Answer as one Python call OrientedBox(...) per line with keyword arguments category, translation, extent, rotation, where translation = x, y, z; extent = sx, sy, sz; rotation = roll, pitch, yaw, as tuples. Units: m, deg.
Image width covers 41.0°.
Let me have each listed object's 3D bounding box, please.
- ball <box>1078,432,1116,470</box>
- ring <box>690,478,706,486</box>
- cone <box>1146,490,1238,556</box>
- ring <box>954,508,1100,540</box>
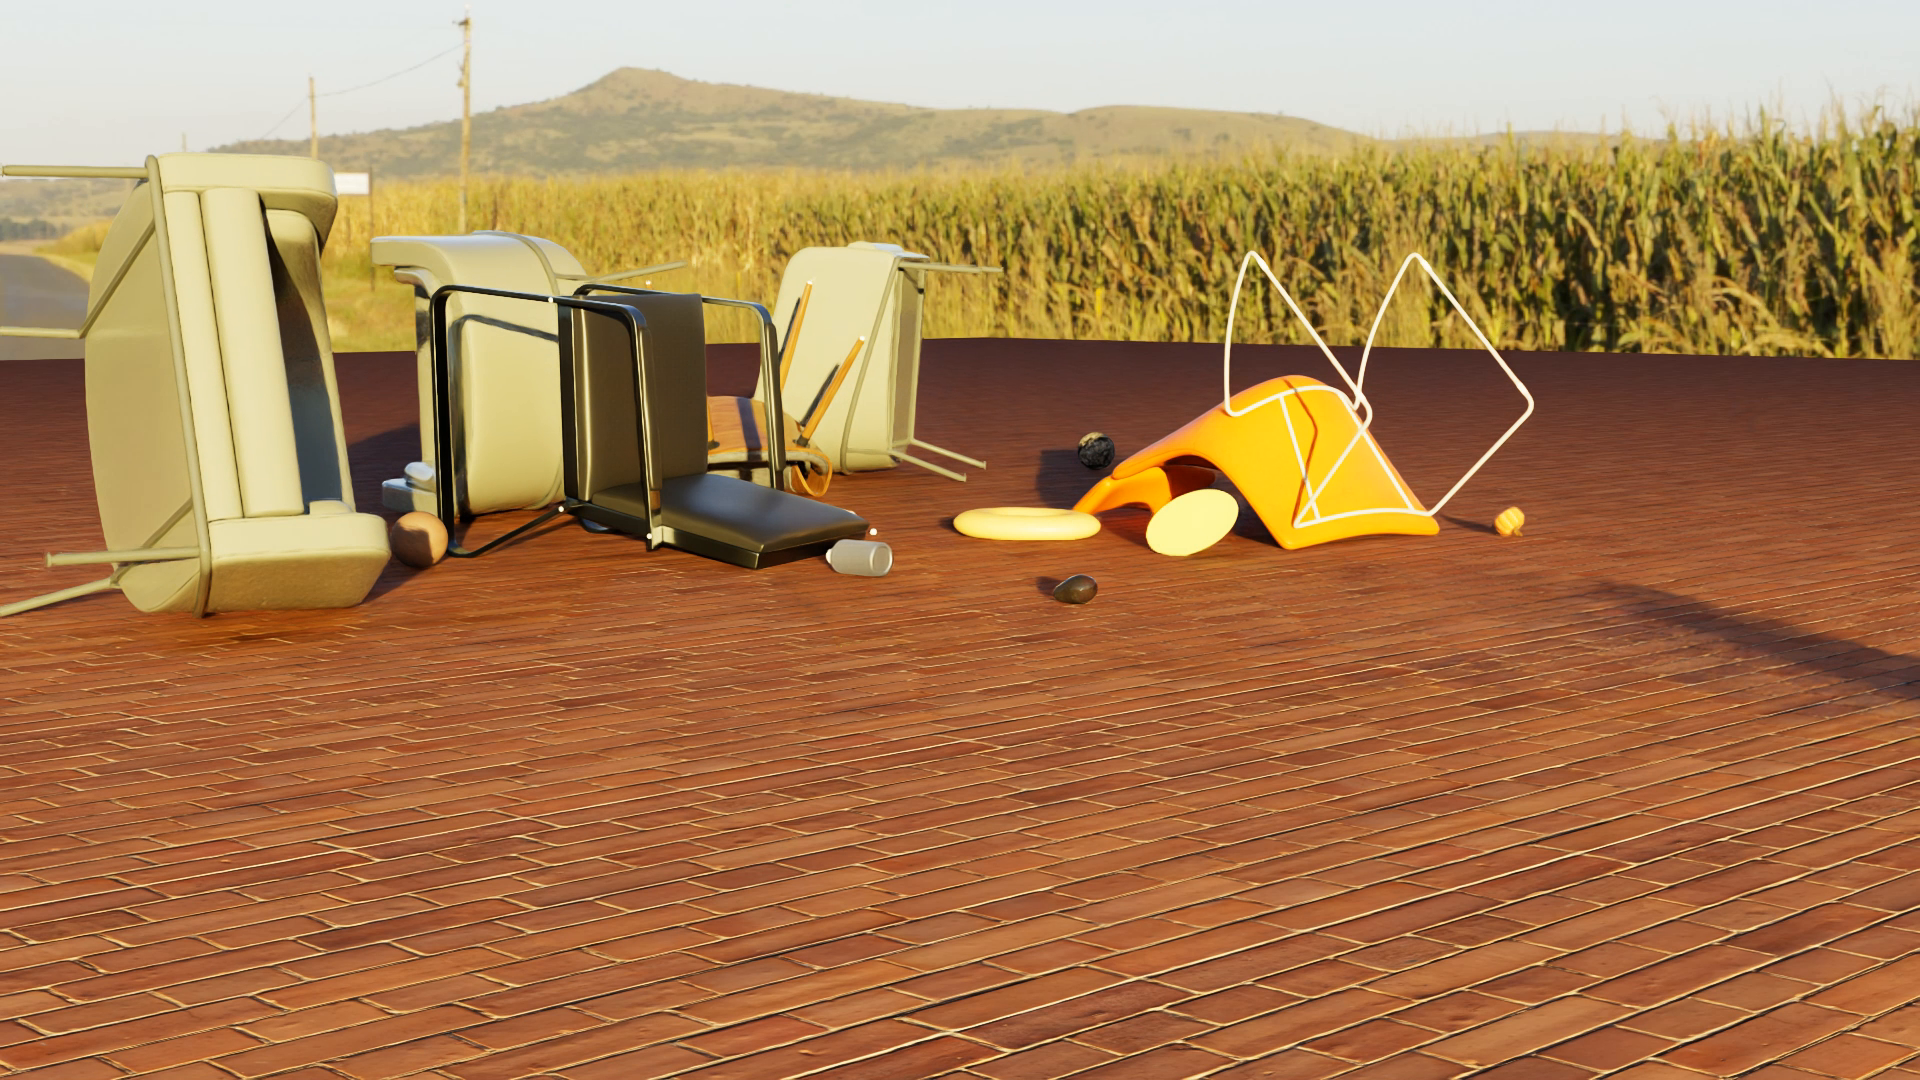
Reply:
OrientedBox(category="ball", translation=(0.462, -0.302, 8.711), extent=(0.129, 0.129, 0.129), rotation=(0, 6, 0))
OrientedBox(category="ring", translation=(-0.824, -0.181, 8.062), extent=(0.052, 0.022, 0.105), rotation=(-1, 5, -16))
OrientedBox(category="cone", translation=(0.572, -0.009, 6.145), extent=(0.233, 0.094, 0.223), rotation=(-7, 41, 29))
OrientedBox(category="ring", translation=(0.169, -0.040, 6.491), extent=(0.380, 0.064, 0.282), rotation=(2, 7, 17))
